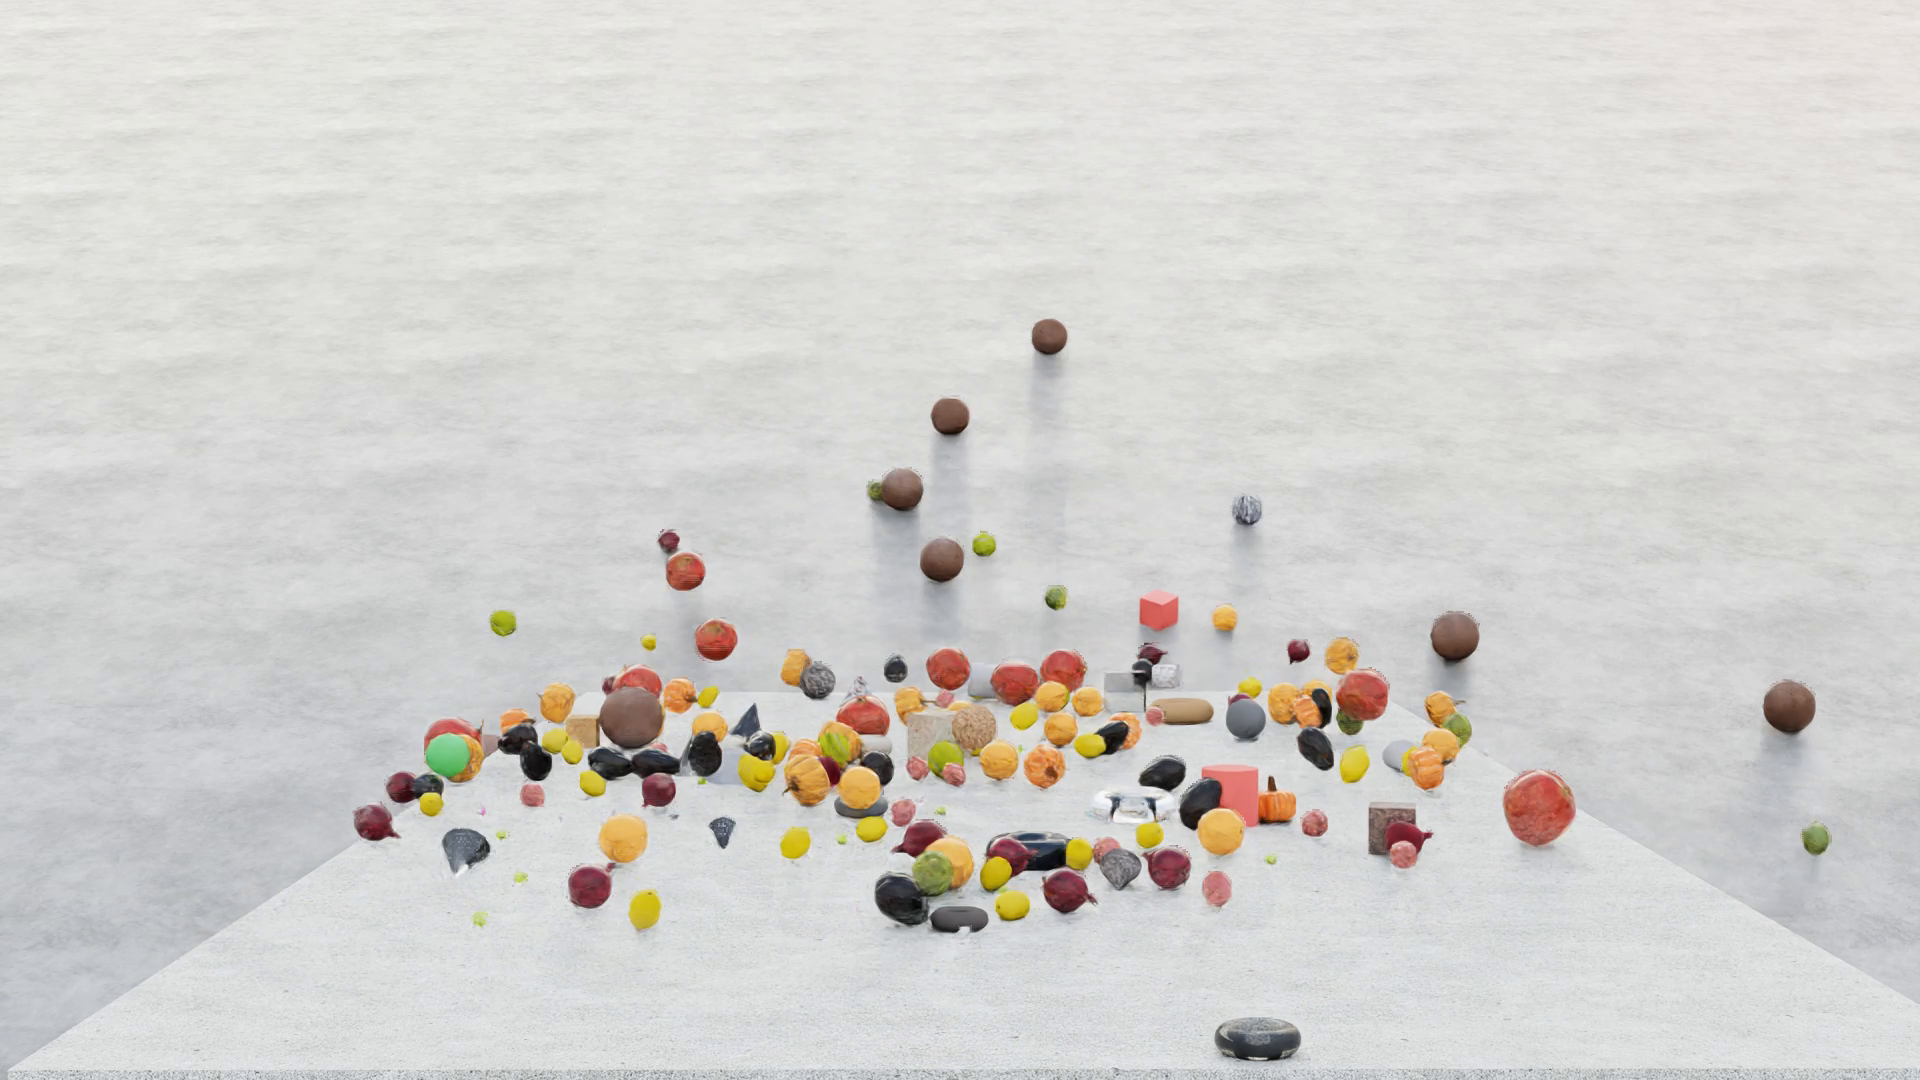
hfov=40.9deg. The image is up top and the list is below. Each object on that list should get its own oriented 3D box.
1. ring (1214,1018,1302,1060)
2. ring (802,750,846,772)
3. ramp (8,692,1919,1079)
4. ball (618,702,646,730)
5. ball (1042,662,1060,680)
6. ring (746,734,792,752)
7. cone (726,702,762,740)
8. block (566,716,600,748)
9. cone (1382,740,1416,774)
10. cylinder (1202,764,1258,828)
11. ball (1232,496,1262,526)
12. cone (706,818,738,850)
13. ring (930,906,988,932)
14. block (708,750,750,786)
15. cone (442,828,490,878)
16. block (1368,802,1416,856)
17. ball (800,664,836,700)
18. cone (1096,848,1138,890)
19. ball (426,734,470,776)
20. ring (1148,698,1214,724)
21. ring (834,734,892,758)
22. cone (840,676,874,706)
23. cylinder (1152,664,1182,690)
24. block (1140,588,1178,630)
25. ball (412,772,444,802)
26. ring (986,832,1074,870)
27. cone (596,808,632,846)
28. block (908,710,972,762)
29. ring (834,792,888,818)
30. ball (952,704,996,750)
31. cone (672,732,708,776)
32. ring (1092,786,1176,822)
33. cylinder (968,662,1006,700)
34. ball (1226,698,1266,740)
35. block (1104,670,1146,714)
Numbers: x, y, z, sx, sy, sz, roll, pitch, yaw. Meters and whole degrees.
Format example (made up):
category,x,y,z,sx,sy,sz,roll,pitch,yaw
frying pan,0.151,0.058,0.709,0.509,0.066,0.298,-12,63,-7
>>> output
category,x,y,z,sx,sy,sz,roll,pitch,yaw
ring,0.302,0.506,2.617,0.089,0.030,0.089,-1,3,0
ring,-0.260,0.423,4.928,0.089,0.030,0.089,9,7,-1
ramp,0.056,0.504,4.549,2.000,0.100,4.000,0,2,0
ball,-0.724,0.386,5.672,0.061,0.061,0.061,0,24,0
ball,0.241,0.346,6.797,0.050,0.050,0.050,0,24,0
ring,-0.389,0.414,5.253,0.094,0.031,0.094,-2,0,0
cone,-0.437,0.375,5.367,0.081,0.081,0.081,14,-10,3
block,-0.779,0.397,5.326,0.063,0.063,0.063,0,2,0
cone,0.844,0.427,4.903,0.066,0.066,0.066,-2,29,-5
cylinder,0.443,0.419,4.221,0.092,0.092,0.092,0,2,0
ball,0.860,-0.089,7.711,0.090,0.090,0.090,0,24,0
cone,-0.366,0.463,3.976,0.050,0.050,0.050,-3,29,-6
ring,0.000,0.485,3.299,0.075,0.025,0.075,1,1,0
block,-0.427,0.419,4.748,0.058,0.058,0.058,-1,2,-28
cone,-0.723,0.467,3.726,0.072,0.072,0.072,1,31,3
block,0.661,0.440,3.932,0.071,0.071,0.071,0,2,11
ball,-0.351,0.348,6.351,0.088,0.088,0.088,0,24,0
cone,0.223,0.474,3.606,0.059,0.059,0.059,-1,43,-3
ball,-0.887,0.373,4.464,0.075,0.075,0.075,0,24,0
ring,0.499,0.386,5.820,0.149,0.050,0.149,-1,3,0
ring,-0.193,0.414,5.159,0.117,0.039,0.117,-1,2,0
cone,-0.258,0.380,6.200,0.077,0.077,0.077,-29,34,-18
cylinder,0.531,0.352,6.621,0.062,0.062,0.062,0,22,26
block,0.549,0.191,7.108,0.076,0.076,0.076,19,31,36
ball,-0.926,0.430,4.486,0.054,0.054,0.054,0,24,0
ring,0.103,0.459,3.808,0.131,0.044,0.131,-1,2,0
cone,-0.539,0.444,4.018,0.057,0.057,0.057,0,2,0
block,-0.041,0.389,5.120,0.091,0.091,0.091,-2,3,-40
ring,-0.166,0.446,4.328,0.091,0.030,0.091,1,8,0
ball,0.027,0.364,5.010,0.088,0.088,0.088,0,24,0
cone,-0.505,0.404,4.874,0.080,0.080,0.080,0,2,0
ring,0.289,0.440,4.289,0.143,0.048,0.143,0,3,0
cylinder,0.064,0.344,6.286,0.082,0.082,0.082,7,24,-1
ball,0.605,0.380,5.458,0.086,0.086,0.086,0,24,0
block,0.386,0.356,6.052,0.093,0.093,0.093,0,2,0
